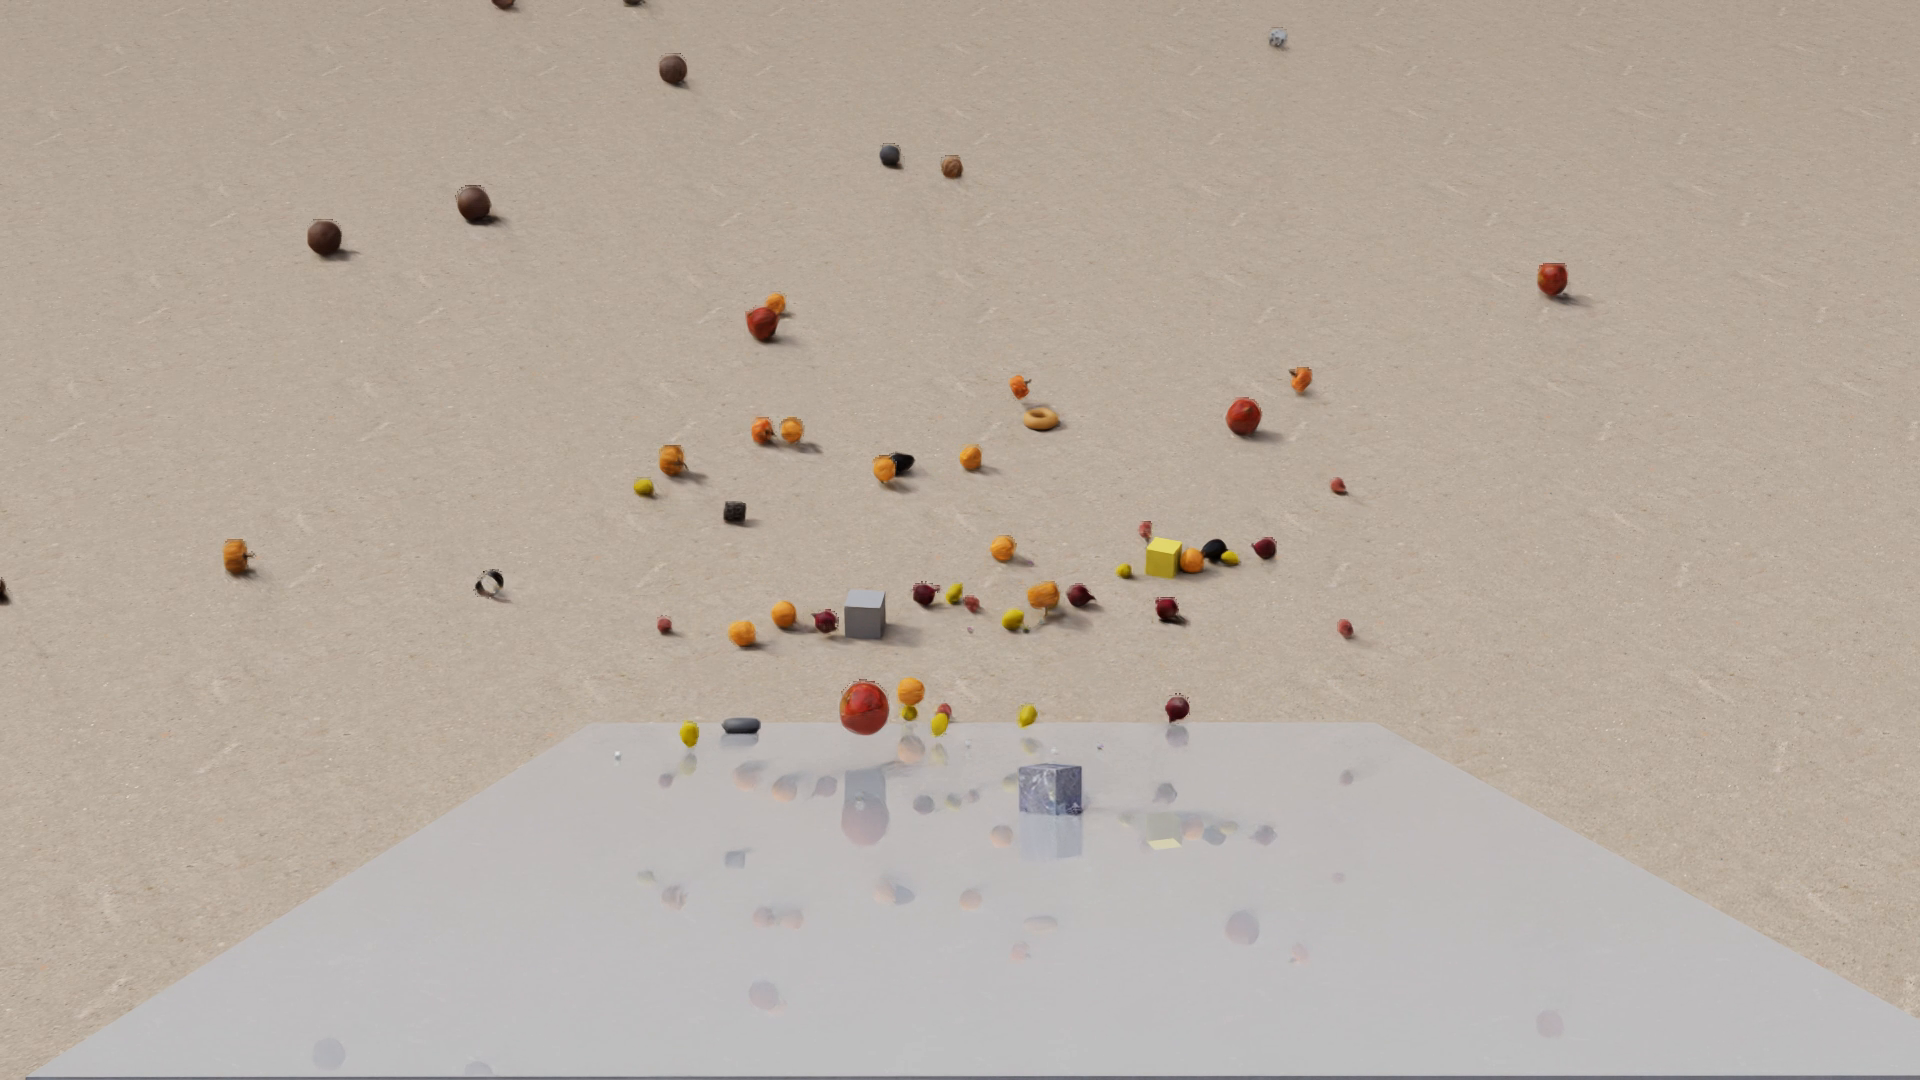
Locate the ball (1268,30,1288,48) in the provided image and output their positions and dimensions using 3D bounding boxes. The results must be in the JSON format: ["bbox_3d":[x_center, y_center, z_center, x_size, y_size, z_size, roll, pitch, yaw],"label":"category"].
[{"bbox_3d":[1.509,-2.380,12.261,0.088,0.088,0.088,0,27,0],"label":"ball"}]

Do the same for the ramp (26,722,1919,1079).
[{"bbox_3d":[0.061,0.552,4.588,2.000,0.100,4.000,0,1,0],"label":"ramp"}]

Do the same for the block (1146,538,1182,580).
[{"bbox_3d":[0.593,0.053,7.504,0.083,0.083,0.083,11,29,20],"label":"block"}]

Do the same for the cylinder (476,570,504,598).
[{"bbox_3d":[-1.343,0.128,7.379,0.060,0.060,0.060,9,30,17],"label":"cylinder"}]

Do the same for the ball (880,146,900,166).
[{"bbox_3d":[-0.293,-1.598,10.732,0.086,0.086,0.086,0,27,0],"label":"ball"}]

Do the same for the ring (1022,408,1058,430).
[{"bbox_3d":[0.263,-0.395,8.429,0.117,0.039,0.117,-1,27,1],"label":"ring"}]

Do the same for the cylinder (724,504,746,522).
[{"bbox_3d":[-0.681,-0.082,7.798,0.054,0.054,0.054,3,27,6],"label":"cylinder"}]

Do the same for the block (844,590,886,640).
[{"bbox_3d":[-0.264,0.207,7.183,0.100,0.100,0.100,3,27,6],"label":"block"}]

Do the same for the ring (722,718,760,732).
[{"bbox_3d":[-0.539,0.455,6.351,0.094,0.031,0.094,1,0,0],"label":"ring"}]

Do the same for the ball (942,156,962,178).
[{"bbox_3d":[-0.032,-1.528,10.593,0.088,0.088,0.088,0,27,0],"label":"ball"}]

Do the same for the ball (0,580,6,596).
[{"bbox_3d":[-2.756,0.136,7.360,0.064,0.064,0.064,0,27,0],"label":"ball"}]

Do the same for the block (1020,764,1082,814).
[{"bbox_3d":[0.166,0.458,4.751,0.082,0.082,0.082,1,1,37],"label":"block"}]
